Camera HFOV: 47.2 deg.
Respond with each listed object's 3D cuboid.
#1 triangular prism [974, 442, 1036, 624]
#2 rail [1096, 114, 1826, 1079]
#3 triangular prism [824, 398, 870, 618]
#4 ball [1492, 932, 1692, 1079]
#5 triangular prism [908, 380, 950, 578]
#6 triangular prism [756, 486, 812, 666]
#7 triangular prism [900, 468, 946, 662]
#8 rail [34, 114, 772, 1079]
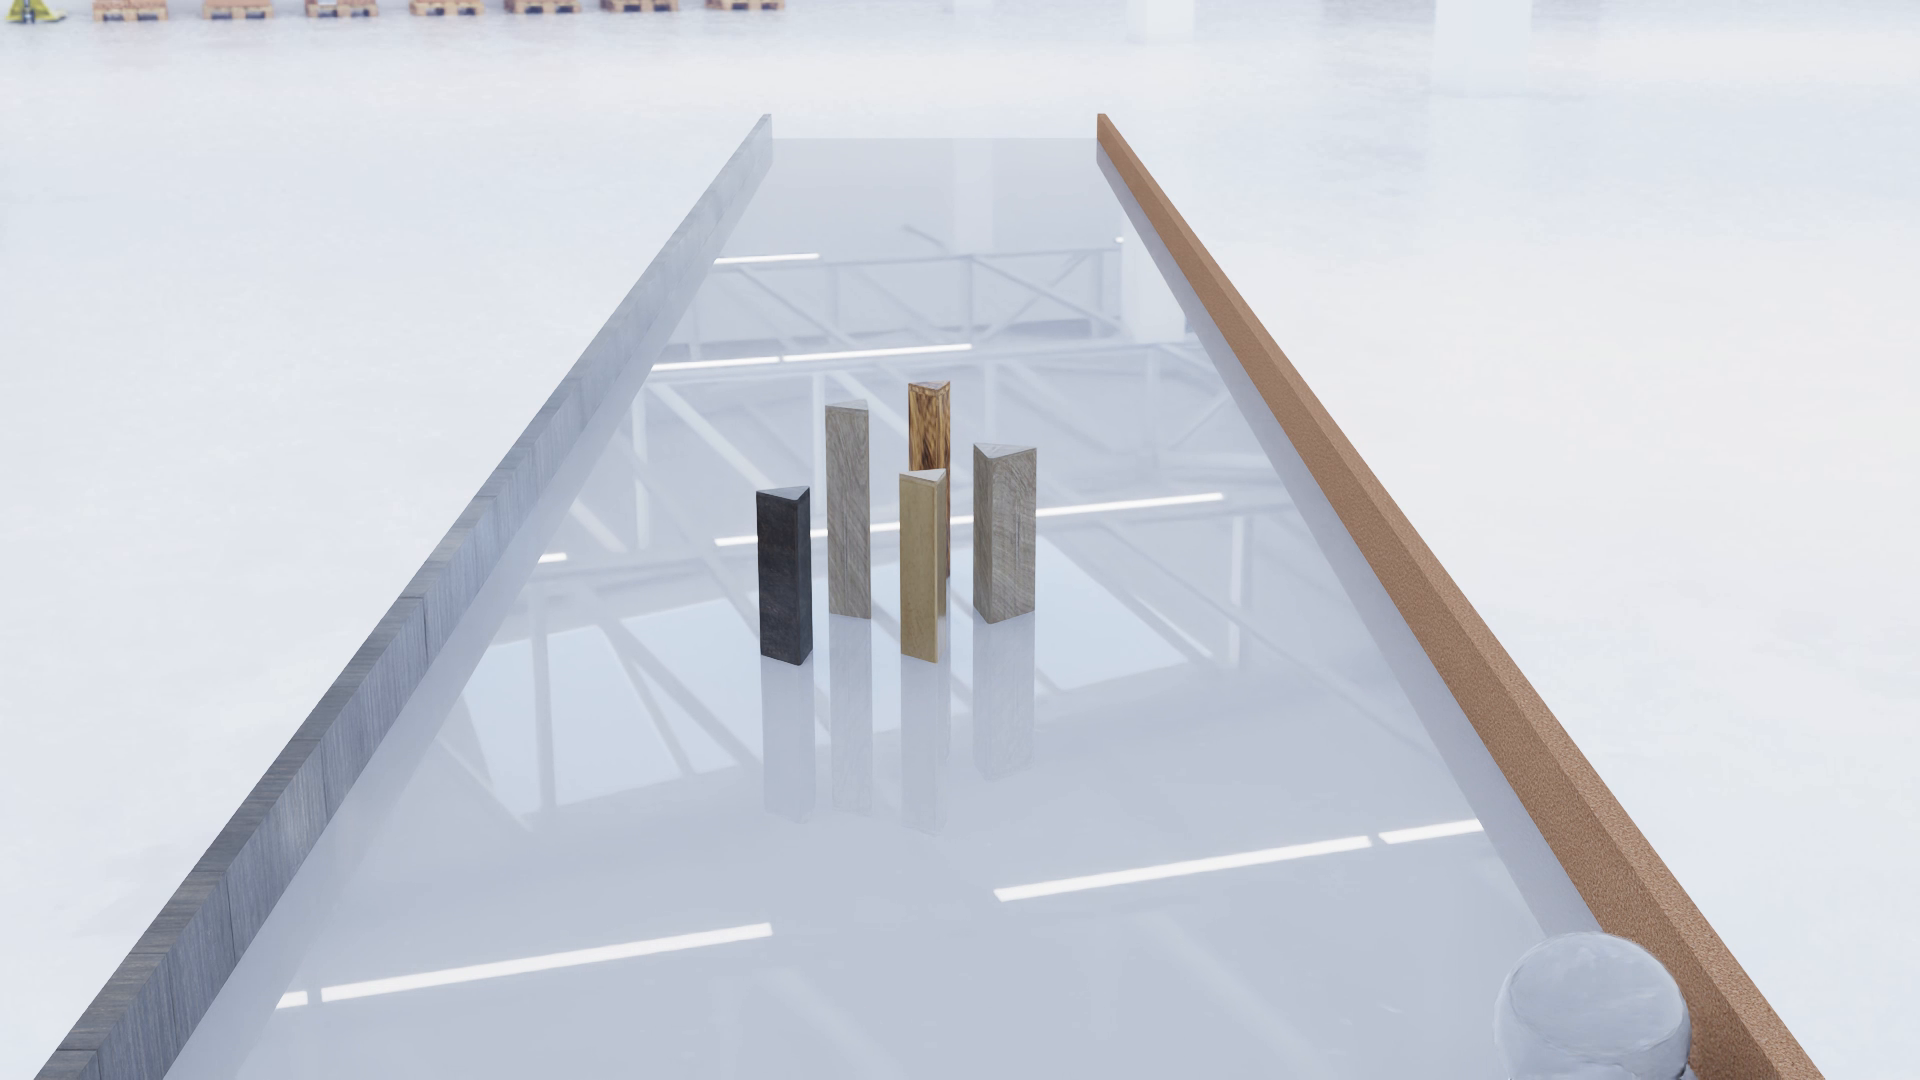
[{"bbox_3d":[0.071,-0.021,4.666,0.136,0.360,0.118,-15,22,-42],"label":"triangular prism"},{"bbox_3d":[0.932,-0.844,7.801,0.050,0.150,12.000,0,17,-1],"label":"rail"},{"bbox_3d":[-0.217,-0.068,4.657,0.101,0.455,0.087,8,18,24],"label":"triangular prism"},{"bbox_3d":[0.789,0.612,2.750,0.239,0.239,0.239,0,17,0],"label":"ball"},{"bbox_3d":[-0.052,-0.128,4.873,0.081,0.447,0.093,-15,22,-41],"label":"triangular prism"},{"bbox_3d":[-0.332,0.066,4.403,0.109,0.343,0.094,13,21,38],"label":"triangular prism"},{"bbox_3d":[-0.057,0.048,4.404,0.096,0.377,0.083,14,21,39],"label":"triangular prism"},{"bbox_3d":[-1.118,-0.838,7.780,0.050,0.150,12.000,0,17,-1],"label":"rail"}]
